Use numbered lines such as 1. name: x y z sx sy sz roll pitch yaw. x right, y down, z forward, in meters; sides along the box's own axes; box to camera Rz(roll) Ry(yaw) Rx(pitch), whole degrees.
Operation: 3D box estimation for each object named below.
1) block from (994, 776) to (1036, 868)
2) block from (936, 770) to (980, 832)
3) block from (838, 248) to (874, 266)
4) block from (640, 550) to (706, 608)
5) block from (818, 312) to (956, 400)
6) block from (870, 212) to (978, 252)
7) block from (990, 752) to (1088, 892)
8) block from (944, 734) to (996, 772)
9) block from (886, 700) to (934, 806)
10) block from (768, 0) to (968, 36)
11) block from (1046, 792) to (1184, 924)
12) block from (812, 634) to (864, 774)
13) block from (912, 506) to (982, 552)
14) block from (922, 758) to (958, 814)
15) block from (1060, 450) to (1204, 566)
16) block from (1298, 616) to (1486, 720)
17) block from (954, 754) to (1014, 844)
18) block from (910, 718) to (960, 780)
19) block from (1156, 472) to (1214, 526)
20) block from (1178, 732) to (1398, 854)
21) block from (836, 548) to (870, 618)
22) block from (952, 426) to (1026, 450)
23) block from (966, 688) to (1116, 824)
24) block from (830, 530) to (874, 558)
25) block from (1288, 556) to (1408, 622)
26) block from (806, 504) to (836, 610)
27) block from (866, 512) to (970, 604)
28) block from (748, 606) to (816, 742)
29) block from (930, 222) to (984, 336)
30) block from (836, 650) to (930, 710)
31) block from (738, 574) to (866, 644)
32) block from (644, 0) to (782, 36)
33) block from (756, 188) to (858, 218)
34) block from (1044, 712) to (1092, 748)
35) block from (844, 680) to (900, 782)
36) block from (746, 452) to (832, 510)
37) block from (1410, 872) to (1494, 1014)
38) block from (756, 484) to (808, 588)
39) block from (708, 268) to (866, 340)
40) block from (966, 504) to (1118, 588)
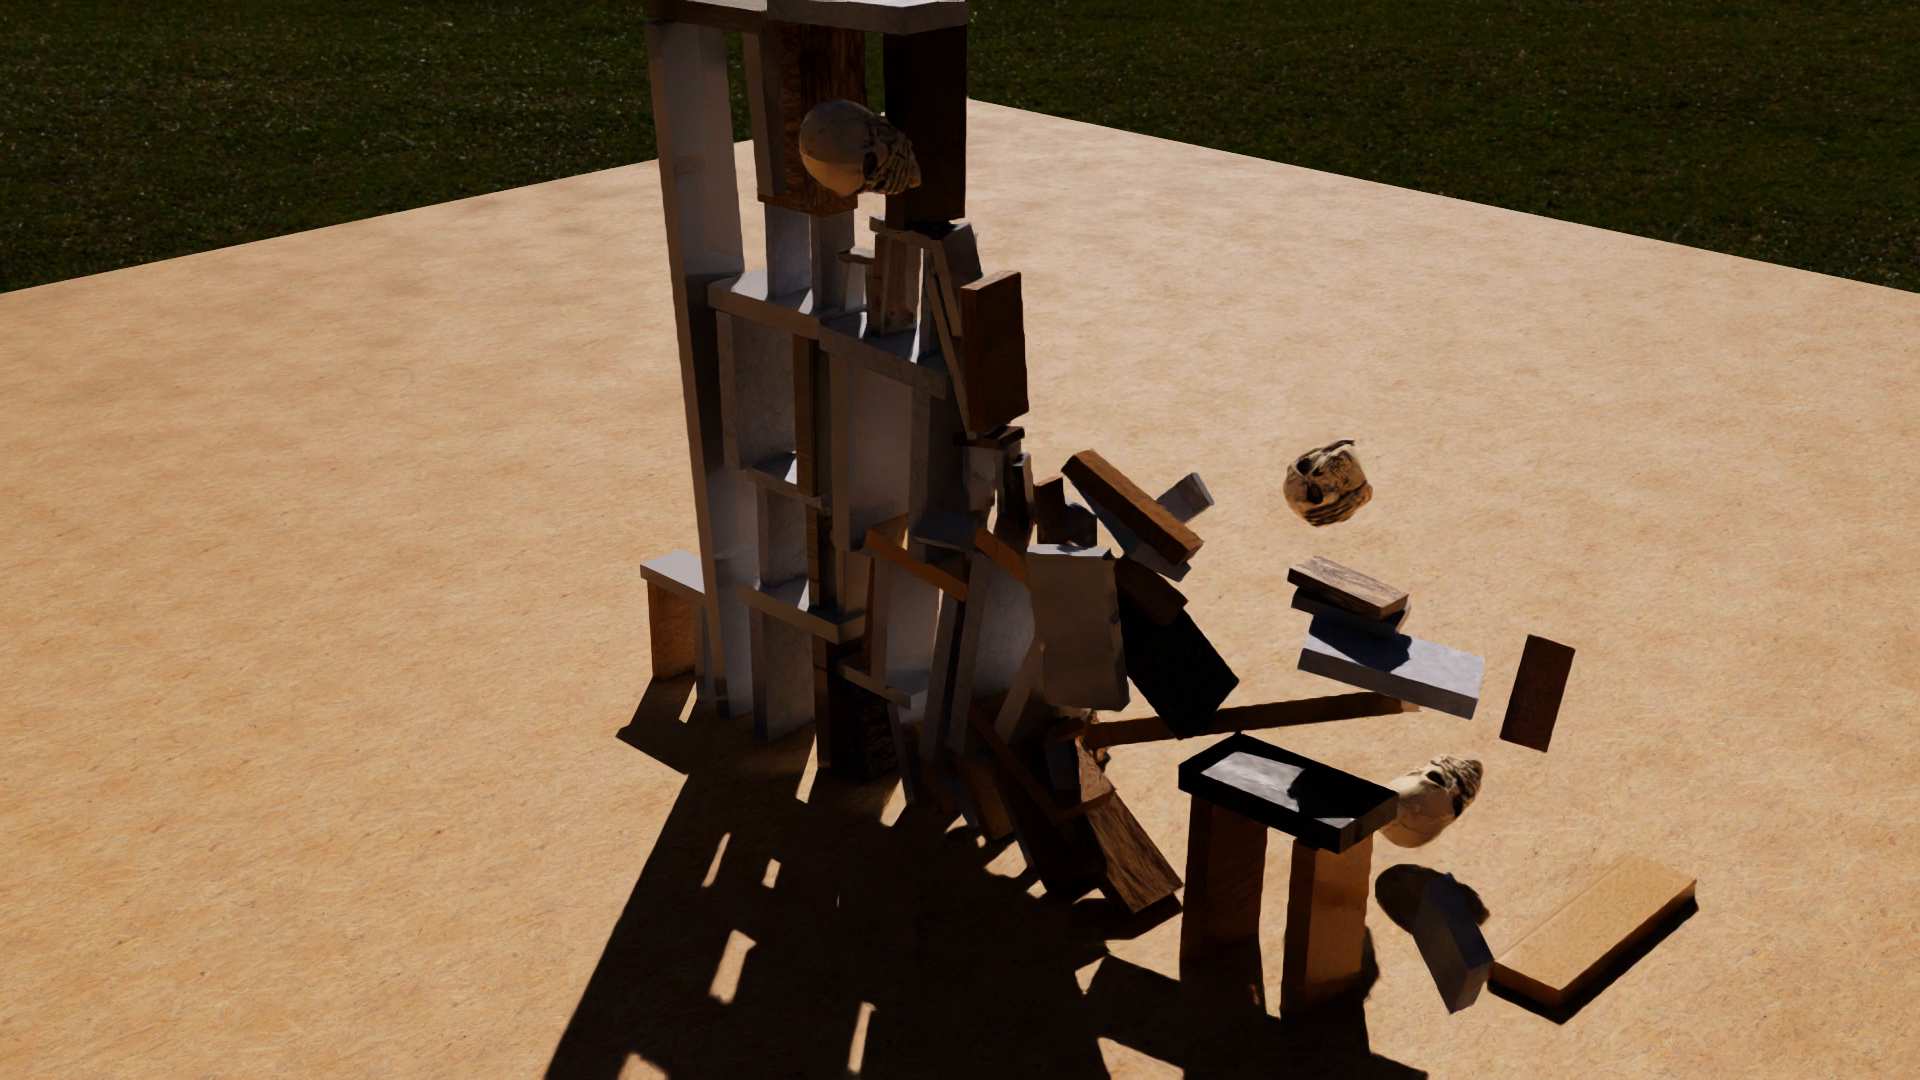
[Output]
1. block: 0.138 0.532 4.282 0.093 0.186 0.026 -24 3 -43
2. block: 0.017 0.511 4.419 0.069 0.020 0.138 -22 74 -42
3. block: -0.181 -0.541 4.196 0.101 0.014 0.050 14 27 40
4. block: -0.592 0.086 4.903 0.239 0.034 0.120 21 31 41
5. block: -0.088 -0.357 4.164 0.346 0.049 0.173 25 33 39
6. block: -0.068 -0.572 4.076 0.190 0.027 0.095 25 32 38
7. block: 0.173 0.514 4.216 0.142 0.283 0.040 -21 -3 -39
8. block: 0.066 0.410 4.309 0.093 0.026 0.186 -21 31 -40
9. block: -0.079 0.419 4.489 0.111 0.221 0.031 -21 15 -40
10. block: -0.170 -0.966 3.991 0.340 0.048 0.170 17 28 38
11. block: 0.284 0.574 4.159 0.142 0.040 0.283 -20 65 -39
12. block: -0.233 0.321 4.609 0.154 0.309 0.044 -21 30 -41
13. block: -0.024 -0.019 3.965 0.125 0.018 0.063 13 67 41
14. block: -0.032 0.479 4.459 0.069 0.138 0.020 -22 8 -41
15. block: 0.305 -0.059 3.869 0.263 0.037 0.131 40 17 10
16. block: 0.753 0.215 3.836 0.307 0.043 0.153 16 28 10
17. block: 0.059 0.496 4.366 0.093 0.186 0.026 -23 3 -42
18. block: -0.034 0.415 4.432 0.069 0.020 0.138 -18 59 -39
19. block: 0.394 -0.059 3.988 0.019 0.134 0.067 -11 67 -51
20. block: 0.563 0.433 3.794 0.340 0.048 0.170 19 29 41
21. block: -0.216 0.071 4.487 0.022 0.157 0.079 21 31 41
22. block: 0.053 -0.192 4.065 0.065 0.018 0.131 -27 22 -35
23. block: 0.153 0.401 4.163 0.142 0.040 0.283 -17 56 -37
24. block: -0.179 0.002 4.417 0.079 0.022 0.157 -21 30 -41
25. block: 0.686 0.084 3.891 0.190 0.027 0.095 25 29 34
26. block: -0.260 0.017 4.522 0.033 0.230 0.115 21 31 40
27. block: -0.032 0.030 4.270 0.145 0.041 0.291 -21 37 -40
28. block: -0.376 0.265 4.741 0.044 0.309 0.154 21 30 41
29. block: 0.003 -0.466 3.938 0.026 0.182 0.091 5 28 38
30. block: -0.138 0.279 4.493 0.111 0.031 0.221 -21 32 -41
31. block: -0.303 0.130 4.607 0.309 0.044 0.154 21 31 40
32. block: -0.438 -1.020 4.201 0.312 0.044 0.156 18 32 35
33. block: -0.296 -0.662 4.256 0.186 0.026 0.093 20 30 39
34. block: 0.198 0.349 4.024 0.091 0.013 0.045 -25 25 29
35. block: -0.176 0.381 4.578 0.111 0.221 0.031 -21 20 -41
36. block: -0.319 -0.124 4.517 0.230 0.033 0.115 21 31 40
37. block: 0.759 0.627 3.401 0.041 0.290 0.145 -21 65 -3
38. block: -0.370 -0.025 4.622 0.033 0.230 0.115 20 30 40
39. block: -0.331 -0.472 4.380 0.334 0.047 0.167 21 31 40
40. block: 0.174 0.035 4.015 0.167 0.047 0.334 -15 40 -36
